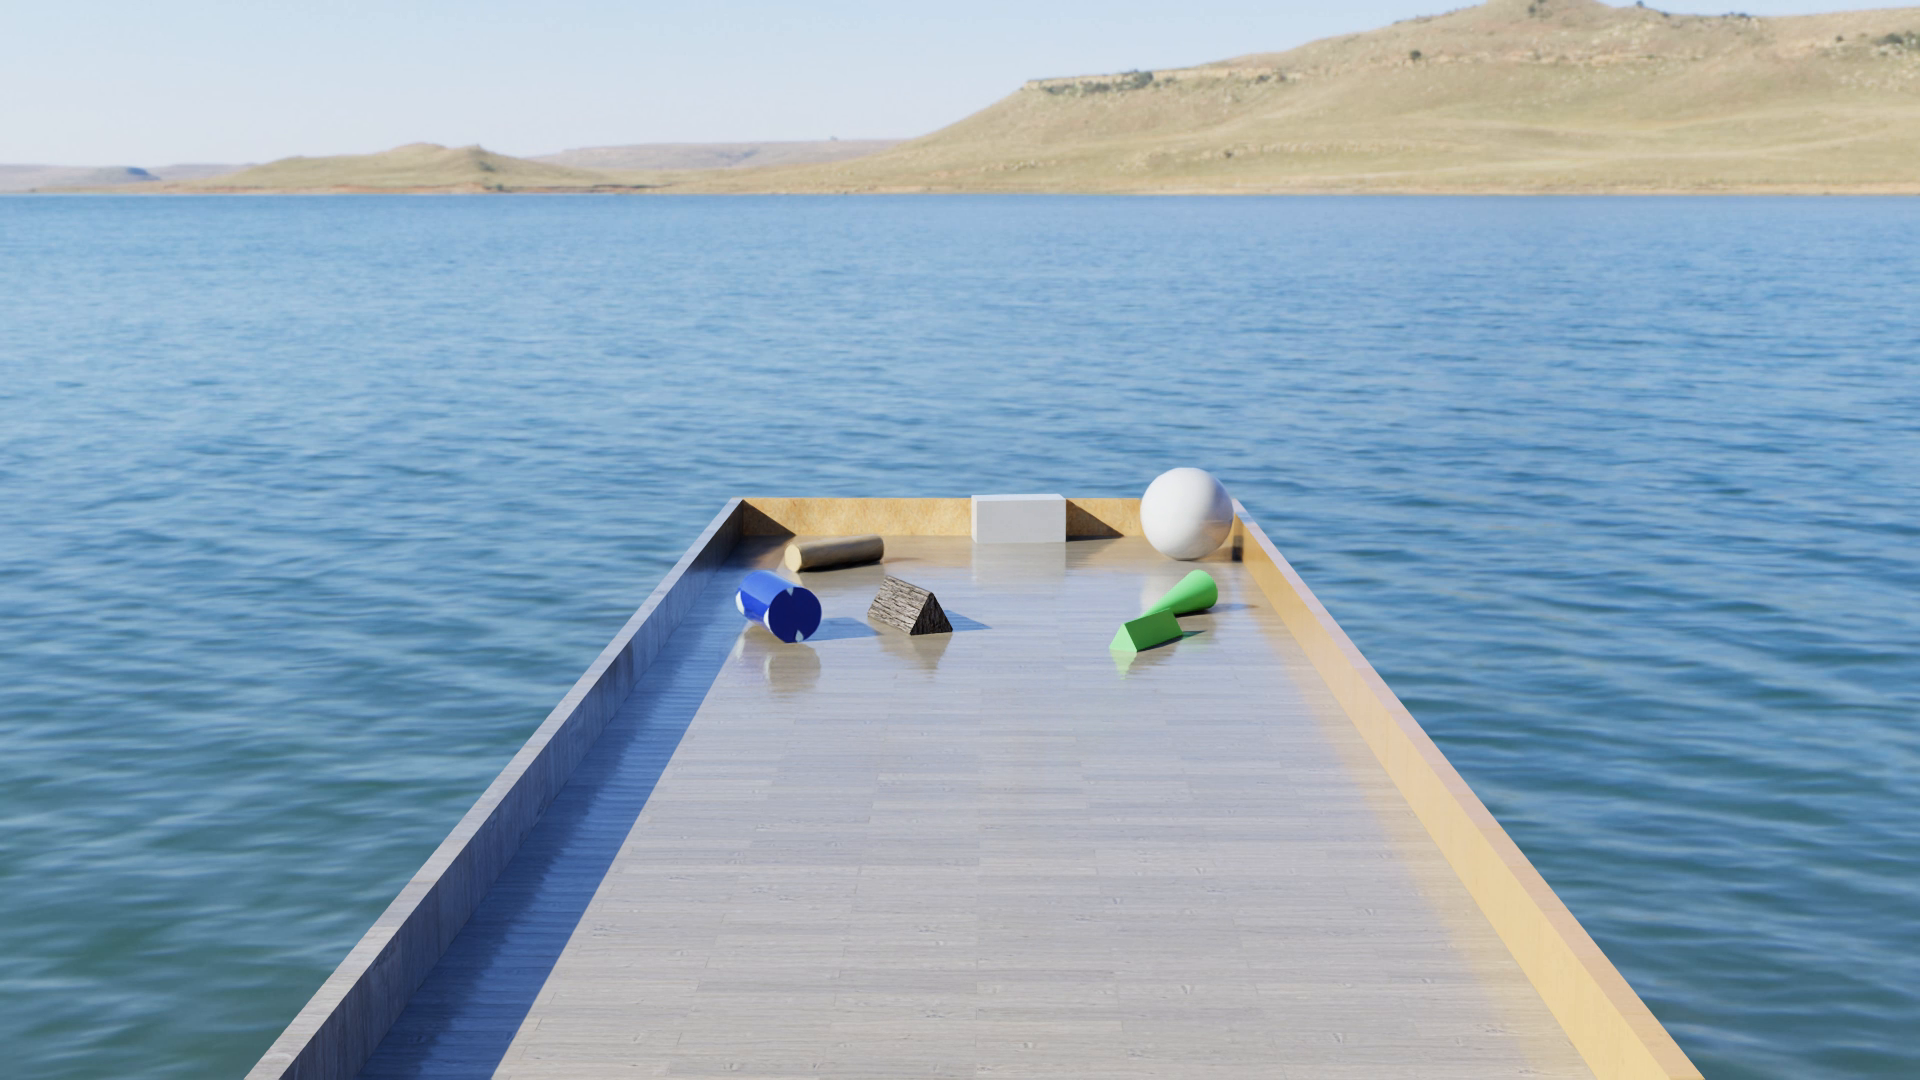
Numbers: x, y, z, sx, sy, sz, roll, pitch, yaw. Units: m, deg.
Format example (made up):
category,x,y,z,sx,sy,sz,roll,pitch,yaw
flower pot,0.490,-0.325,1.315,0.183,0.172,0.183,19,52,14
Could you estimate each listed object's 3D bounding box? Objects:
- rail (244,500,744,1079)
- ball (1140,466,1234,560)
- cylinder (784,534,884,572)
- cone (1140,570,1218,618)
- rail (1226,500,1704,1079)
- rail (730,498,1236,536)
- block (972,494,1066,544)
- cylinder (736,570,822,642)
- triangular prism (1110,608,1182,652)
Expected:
category,x,y,z,sx,sy,sz,roll,pitch,yaw
rail,-1.004,0.839,3.234,0.050,0.150,12.000,0,9,1
ball,0.876,-0.102,8.505,0.360,0.360,0.360,0,9,0
cylinder,-0.475,0.048,8.381,0.402,0.102,0.102,-8,12,-40
cone,0.697,0.222,7.388,0.140,0.140,0.366,9,24,44
rail,1.046,0.843,3.208,0.050,0.150,12.000,0,9,1
rail,0.099,-0.098,9.147,2.100,0.150,0.050,0,9,1
block,0.239,-0.088,9.010,0.365,0.174,0.174,-1,9,-7
cylinder,-0.587,0.212,7.099,0.179,0.179,0.337,-4,10,-22
triangular prism,0.591,0.280,6.962,0.096,0.083,0.309,5,11,33
